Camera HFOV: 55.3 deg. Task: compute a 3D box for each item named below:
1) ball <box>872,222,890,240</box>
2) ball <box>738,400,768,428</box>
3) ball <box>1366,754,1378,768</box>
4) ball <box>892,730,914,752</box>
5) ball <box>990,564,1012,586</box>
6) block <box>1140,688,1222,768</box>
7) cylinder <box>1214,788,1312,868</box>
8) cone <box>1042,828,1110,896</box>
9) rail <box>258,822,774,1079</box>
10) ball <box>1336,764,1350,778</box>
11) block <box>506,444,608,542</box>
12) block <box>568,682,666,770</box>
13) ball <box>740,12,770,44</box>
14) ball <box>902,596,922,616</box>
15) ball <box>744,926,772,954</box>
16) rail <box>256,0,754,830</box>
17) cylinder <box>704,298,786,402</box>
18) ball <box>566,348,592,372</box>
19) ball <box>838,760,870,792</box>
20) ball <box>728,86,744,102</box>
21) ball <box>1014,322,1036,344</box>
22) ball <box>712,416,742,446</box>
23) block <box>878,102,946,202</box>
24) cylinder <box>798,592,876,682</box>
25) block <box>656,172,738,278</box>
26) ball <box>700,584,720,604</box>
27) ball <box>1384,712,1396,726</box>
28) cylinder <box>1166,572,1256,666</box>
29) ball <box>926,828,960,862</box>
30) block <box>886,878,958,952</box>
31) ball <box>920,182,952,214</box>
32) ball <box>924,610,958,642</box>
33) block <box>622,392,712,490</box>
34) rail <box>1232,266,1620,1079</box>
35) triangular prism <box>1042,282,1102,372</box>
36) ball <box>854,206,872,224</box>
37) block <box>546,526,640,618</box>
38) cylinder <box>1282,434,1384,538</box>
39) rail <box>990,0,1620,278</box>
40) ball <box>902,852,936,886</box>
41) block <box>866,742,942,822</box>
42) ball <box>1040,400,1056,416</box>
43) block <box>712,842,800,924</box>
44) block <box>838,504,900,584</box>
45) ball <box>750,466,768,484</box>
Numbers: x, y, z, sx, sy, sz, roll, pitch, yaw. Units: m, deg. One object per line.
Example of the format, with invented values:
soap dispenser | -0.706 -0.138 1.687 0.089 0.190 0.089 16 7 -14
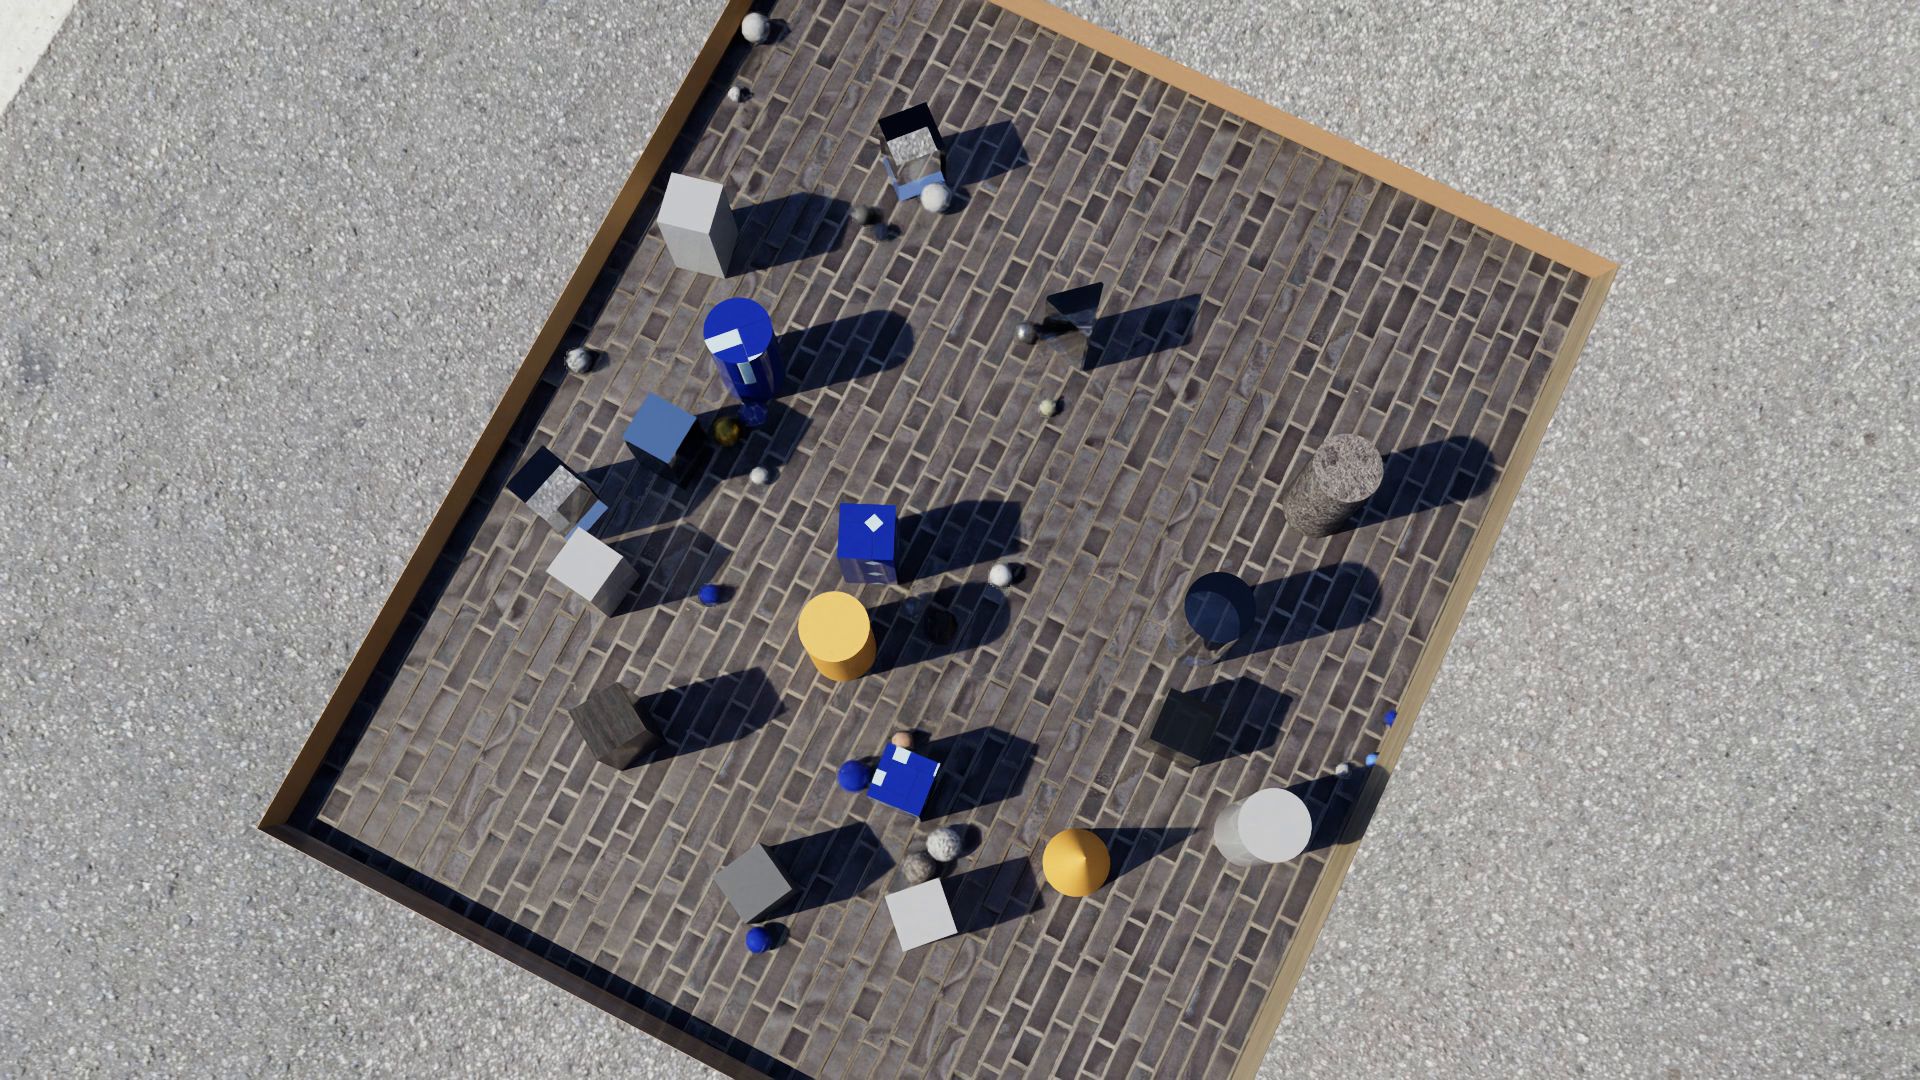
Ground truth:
ball | -0.251 -0.976 5.790 0.056 0.056 0.056 0 78 0
ball | -0.639 -0.388 5.653 0.087 0.087 0.087 0 78 0
ball | 1.230 0.658 5.458 0.045 0.045 0.045 0 78 0
ball | -0.169 0.602 5.456 0.070 0.070 0.070 0 78 0
ball | 0.125 0.106 5.559 0.069 0.069 0.069 0 78 0
block | 0.646 0.554 5.366 0.160 0.266 0.160 24 79 5
cylinder | 0.853 0.821 5.201 0.200 0.480 0.200 0 78 0
cone | 0.345 0.913 5.221 0.200 0.405 0.200 0 78 0
rail | -0.742 1.460 5.247 2.880 0.130 0.045 26 80 5
ball | 1.139 0.685 5.453 0.043 0.043 0.043 0 78 0
block | -1.195 -0.127 5.453 0.160 0.373 0.160 39 81 7
block | -0.987 0.544 5.311 0.160 0.379 0.160 -32 80 -6
ball | -0.660 -1.652 5.911 0.094 0.094 0.094 0 78 0
ball | -0.144 0.201 5.545 0.060 0.060 0.060 0 78 0
ball | -0.587 1.165 5.335 0.079 0.079 0.079 0 78 0
rail | -1.267 -0.613 5.676 0.045 0.130 3.365 26 80 5
cylinder | -0.644 -0.564 5.517 0.200 0.424 0.200 0 78 0
ball | -1.184 -0.558 5.694 0.075 0.075 0.075 0 78 0
ball | -0.314 0.697 5.423 0.096 0.096 0.096 0 78 0
ball | -0.721 -1.434 5.890 0.047 0.047 0.047 0 78 0
ball | 0.203 -0.646 5.716 0.066 0.066 0.066 0 78 0
ball | -0.716 -0.333 5.638 0.093 0.093 0.093 0 78 0
block | -0.148 -1.209 5.721 0.160 0.286 0.160 -21 79 -4
cylinder | -0.353 0.286 5.337 0.200 0.431 0.200 0 78 0
block | -0.800 -0.959 5.618 0.160 0.385 0.160 14 79 3
ball | -0.755 0.165 5.551 0.061 0.061 0.061 0 78 0
ball | 1.293 0.535 5.483 0.045 0.045 0.045 0 78 0
cylinder | 0.721 0.236 5.316 0.200 0.494 0.200 0 78 0
ball | -0.048 0.894 5.381 0.100 0.100 0.100 0 78 0
block | -0.109 1.074 5.254 0.160 0.276 0.160 -19 79 -4
ball | -0.076 -1.082 5.791 0.097 0.097 0.097 0 78 0
ball | -0.057 0.259 5.513 0.098 0.098 0.098 0 78 0
block | -0.877 -0.294 5.508 0.160 0.333 0.160 29 80 6
rail | 1.267 0.627 5.419 0.045 0.130 3.365 26 80 5
triangular prism | 0.369 -0.671 5.573 0.173 0.358 0.150 44 82 8
ball | -0.307 -1.030 5.800 0.058 0.058 0.058 0 78 0
block | -1.087 0.099 5.446 0.160 0.293 0.160 33 80 6
cylinder | 1.092 -0.153 5.397 0.200 0.492 0.200 0 78 0
rail | 0.742 -1.446 5.849 2.880 0.130 0.045 26 80 5
ball | -0.120 0.961 5.367 0.099 0.099 0.099 0 78 0
block | -0.160 0.705 5.311 0.160 0.313 0.160 21 79 4
ball | 0.273 -0.410 5.676 0.051 0.051 0.051 0 78 0
block | -0.580 0.987 5.259 0.160 0.300 0.160 -36 81 -7
block | -0.266 0.016 5.413 0.160 0.393 0.160 2 78 0
ball | -0.616 -0.198 5.630 0.055 0.055 0.055 0 78 0
